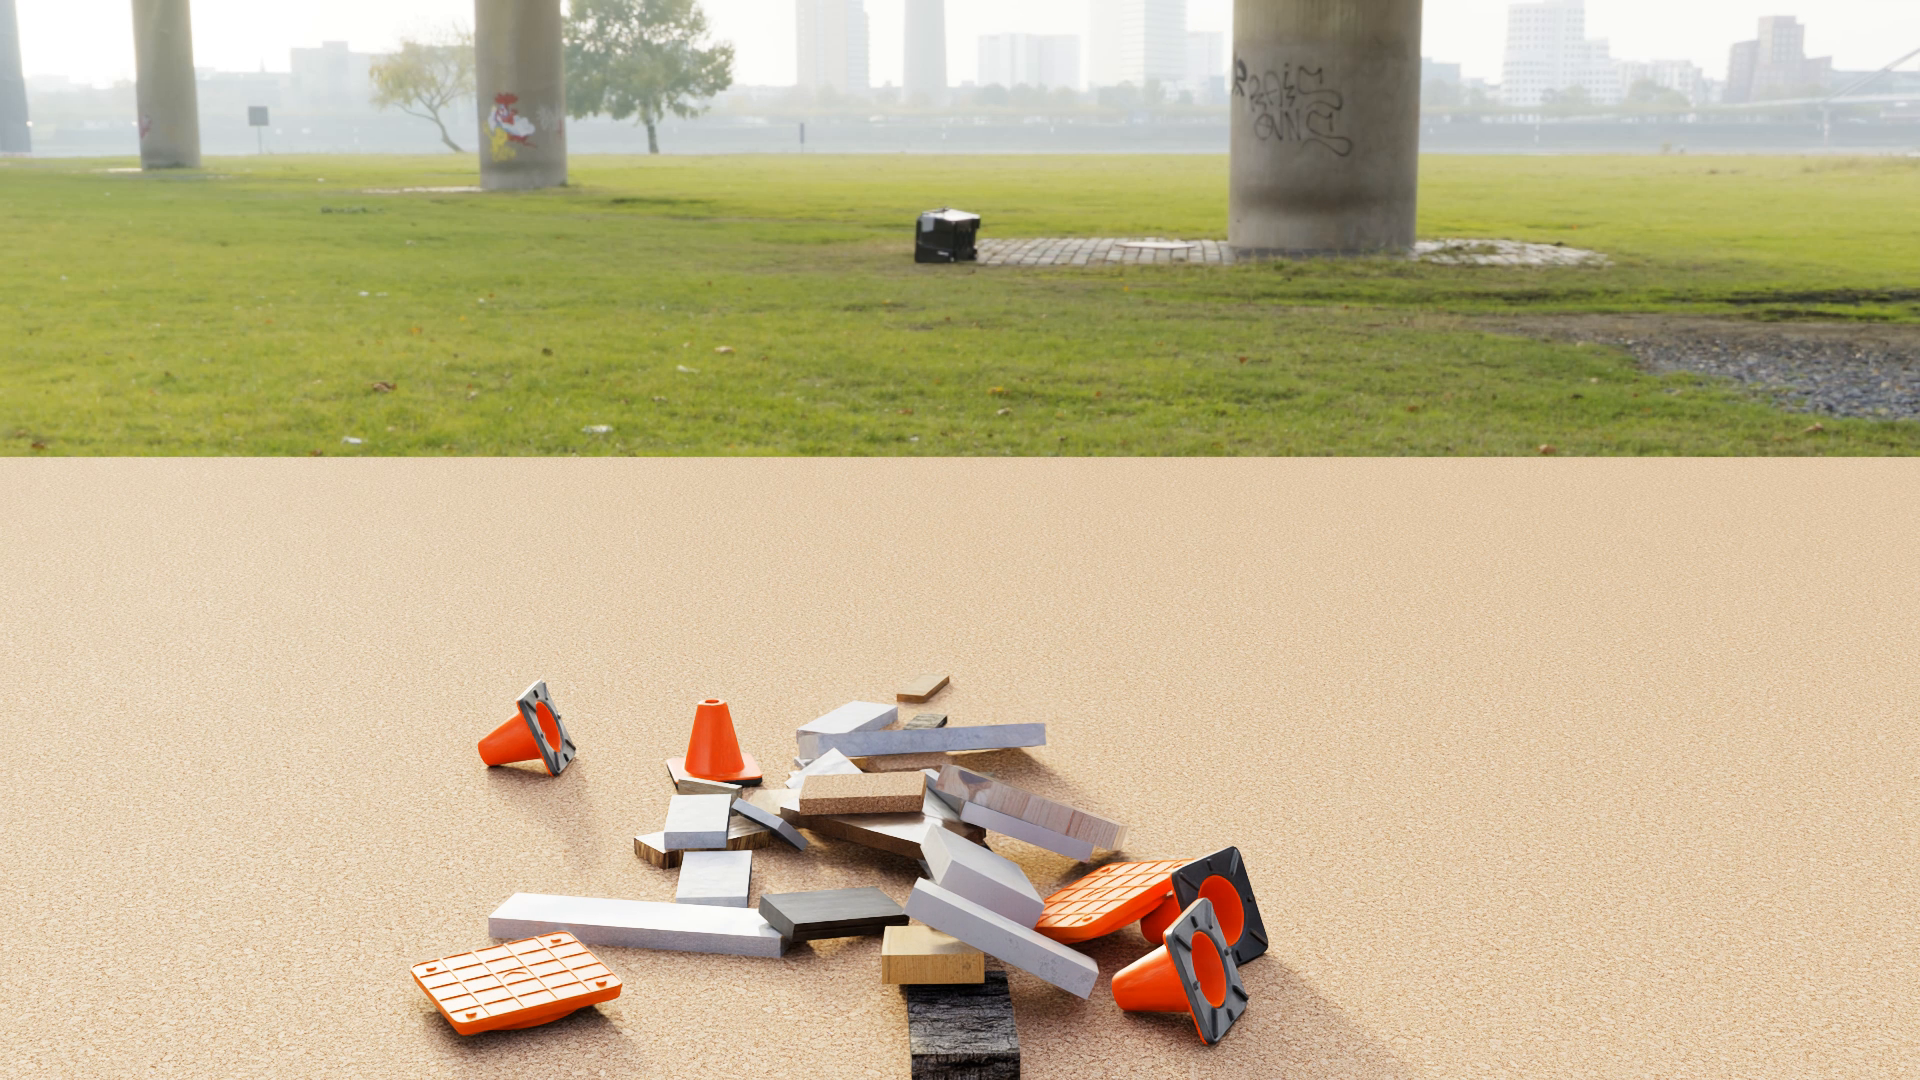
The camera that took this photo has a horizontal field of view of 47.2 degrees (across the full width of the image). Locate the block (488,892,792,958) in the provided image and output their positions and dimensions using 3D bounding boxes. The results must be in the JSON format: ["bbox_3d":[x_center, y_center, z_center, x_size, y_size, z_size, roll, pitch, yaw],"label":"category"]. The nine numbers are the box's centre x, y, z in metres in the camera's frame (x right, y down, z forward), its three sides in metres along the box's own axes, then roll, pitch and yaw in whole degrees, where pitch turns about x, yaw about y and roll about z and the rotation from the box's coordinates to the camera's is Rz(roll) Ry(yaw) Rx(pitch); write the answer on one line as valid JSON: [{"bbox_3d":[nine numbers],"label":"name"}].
[{"bbox_3d":[-0.499,0.608,3.480,0.476,0.033,0.115,2,11,11],"label":"block"}]

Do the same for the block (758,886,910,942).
[{"bbox_3d":[-0.198,0.589,3.471,0.215,0.030,0.108,2,15,-36],"label":"block"}]

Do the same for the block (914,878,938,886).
[{"bbox_3d":[-0.020,0.565,3.572,0.079,0.022,0.157,-1,-6,10],"label":"block"}]

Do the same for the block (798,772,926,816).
[{"bbox_3d":[-0.171,0.447,3.884,0.215,0.030,0.108,-2,16,4],"label":"block"}]

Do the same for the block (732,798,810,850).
[{"bbox_3d":[-0.339,0.507,3.924,0.149,0.021,0.075,15,-25,51],"label":"block"}]

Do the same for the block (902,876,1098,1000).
[{"bbox_3d":[0.060,0.580,3.211,0.291,0.041,0.145,25,-2,3],"label":"block"}]

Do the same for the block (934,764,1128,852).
[{"bbox_3d":[0.127,0.467,3.844,0.323,0.046,0.162,18,-4,12],"label":"block"}]

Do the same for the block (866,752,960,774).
[{"bbox_3d":[-0.092,0.442,4.298,0.163,0.023,0.081,-2,13,-23],"label":"block"}]

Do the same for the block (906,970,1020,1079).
[{"bbox_3d":[0.001,0.678,3.080,0.145,0.041,0.291,0,11,-3],"label":"block"}]

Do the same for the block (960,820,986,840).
[{"bbox_3d":[-0.073,0.506,3.860,0.233,0.021,0.075,6,19,31],"label":"block"}]

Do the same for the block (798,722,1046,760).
[{"bbox_3d":[-0.075,0.402,4.393,0.467,0.046,0.162,-2,-6,-18],"label":"block"}]

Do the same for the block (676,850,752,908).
[{"bbox_3d":[-0.409,0.572,3.674,0.115,0.033,0.230,-1,11,-3],"label":"block"}]

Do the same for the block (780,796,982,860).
[{"bbox_3d":[-0.140,0.494,3.823,0.367,0.030,0.108,9,20,37],"label":"block"}]

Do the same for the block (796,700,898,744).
[{"bbox_3d":[-0.237,0.390,4.661,0.107,0.030,0.257,5,12,25],"label":"block"}]

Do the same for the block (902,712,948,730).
[{"bbox_3d":[-0.073,0.394,4.674,0.064,0.018,0.129,3,11,14],"label":"block"}]

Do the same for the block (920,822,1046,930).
[{"bbox_3d":[0.032,0.534,3.504,0.162,0.046,0.323,27,0,-7],"label":"block"}]

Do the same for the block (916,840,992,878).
[{"bbox_3d":[-0.001,0.553,3.780,0.115,0.033,0.230,-3,11,-14],"label":"block"}]

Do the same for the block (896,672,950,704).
[{"bbox_3d":[-0.083,0.336,4.989,0.064,0.018,0.200,3,11,16],"label":"block"}]

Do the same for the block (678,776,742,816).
[{"bbox_3d":[-0.463,0.481,4.077,0.131,0.066,0.019,6,12,28],"label":"block"}]

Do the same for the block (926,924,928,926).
[{"bbox_3d":[-0.013,0.589,3.419,0.079,0.022,0.157,-1,-16,1],"label":"block"}]

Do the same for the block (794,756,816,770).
[{"bbox_3d":[-0.295,0.450,4.388,0.047,0.013,0.094,-4,11,-21],"label":"block"}]

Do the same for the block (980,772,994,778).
[{"bbox_3d":[0.035,0.461,4.269,0.050,0.014,0.101,2,-1,10],"label":"block"}]

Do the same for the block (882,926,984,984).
[{"bbox_3d":[-0.040,0.613,3.260,0.145,0.041,0.291,-1,-2,-1],"label":"block"}]

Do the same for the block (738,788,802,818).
[{"bbox_3d":[-0.326,0.487,4.024,0.149,0.021,0.075,-6,29,31],"label":"block"}]

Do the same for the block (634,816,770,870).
[{"bbox_3d":[-0.455,0.534,3.889,0.214,0.030,0.107,-8,13,-36],"label":"block"}]

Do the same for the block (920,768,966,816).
[{"bbox_3d":[-0.028,0.481,4.035,0.023,0.081,0.163,-5,12,-26],"label":"block"}]

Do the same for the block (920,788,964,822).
[{"bbox_3d":[-0.089,0.496,4.000,0.115,0.033,0.230,-8,20,-25],"label":"block"}]

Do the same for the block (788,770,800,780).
[{"bbox_3d":[-0.303,0.469,4.284,0.047,0.013,0.094,-3,11,-16],"label":"block"}]

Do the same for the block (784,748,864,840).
[{"bbox_3d":[-0.227,0.466,4.047,0.115,0.033,0.230,-34,27,-14],"label":"block"}]

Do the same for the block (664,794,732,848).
[{"bbox_3d":[-0.465,0.499,3.909,0.107,0.030,0.214,-1,11,-3],"label":"block"}]

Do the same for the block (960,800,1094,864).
[{"bbox_3d":[0.114,0.501,3.791,0.230,0.033,0.115,19,-4,2],"label":"block"}]

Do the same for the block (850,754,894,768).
[{"bbox_3d":[-0.192,0.441,4.358,0.129,0.018,0.064,-5,-6,-15],"label":"block"}]
